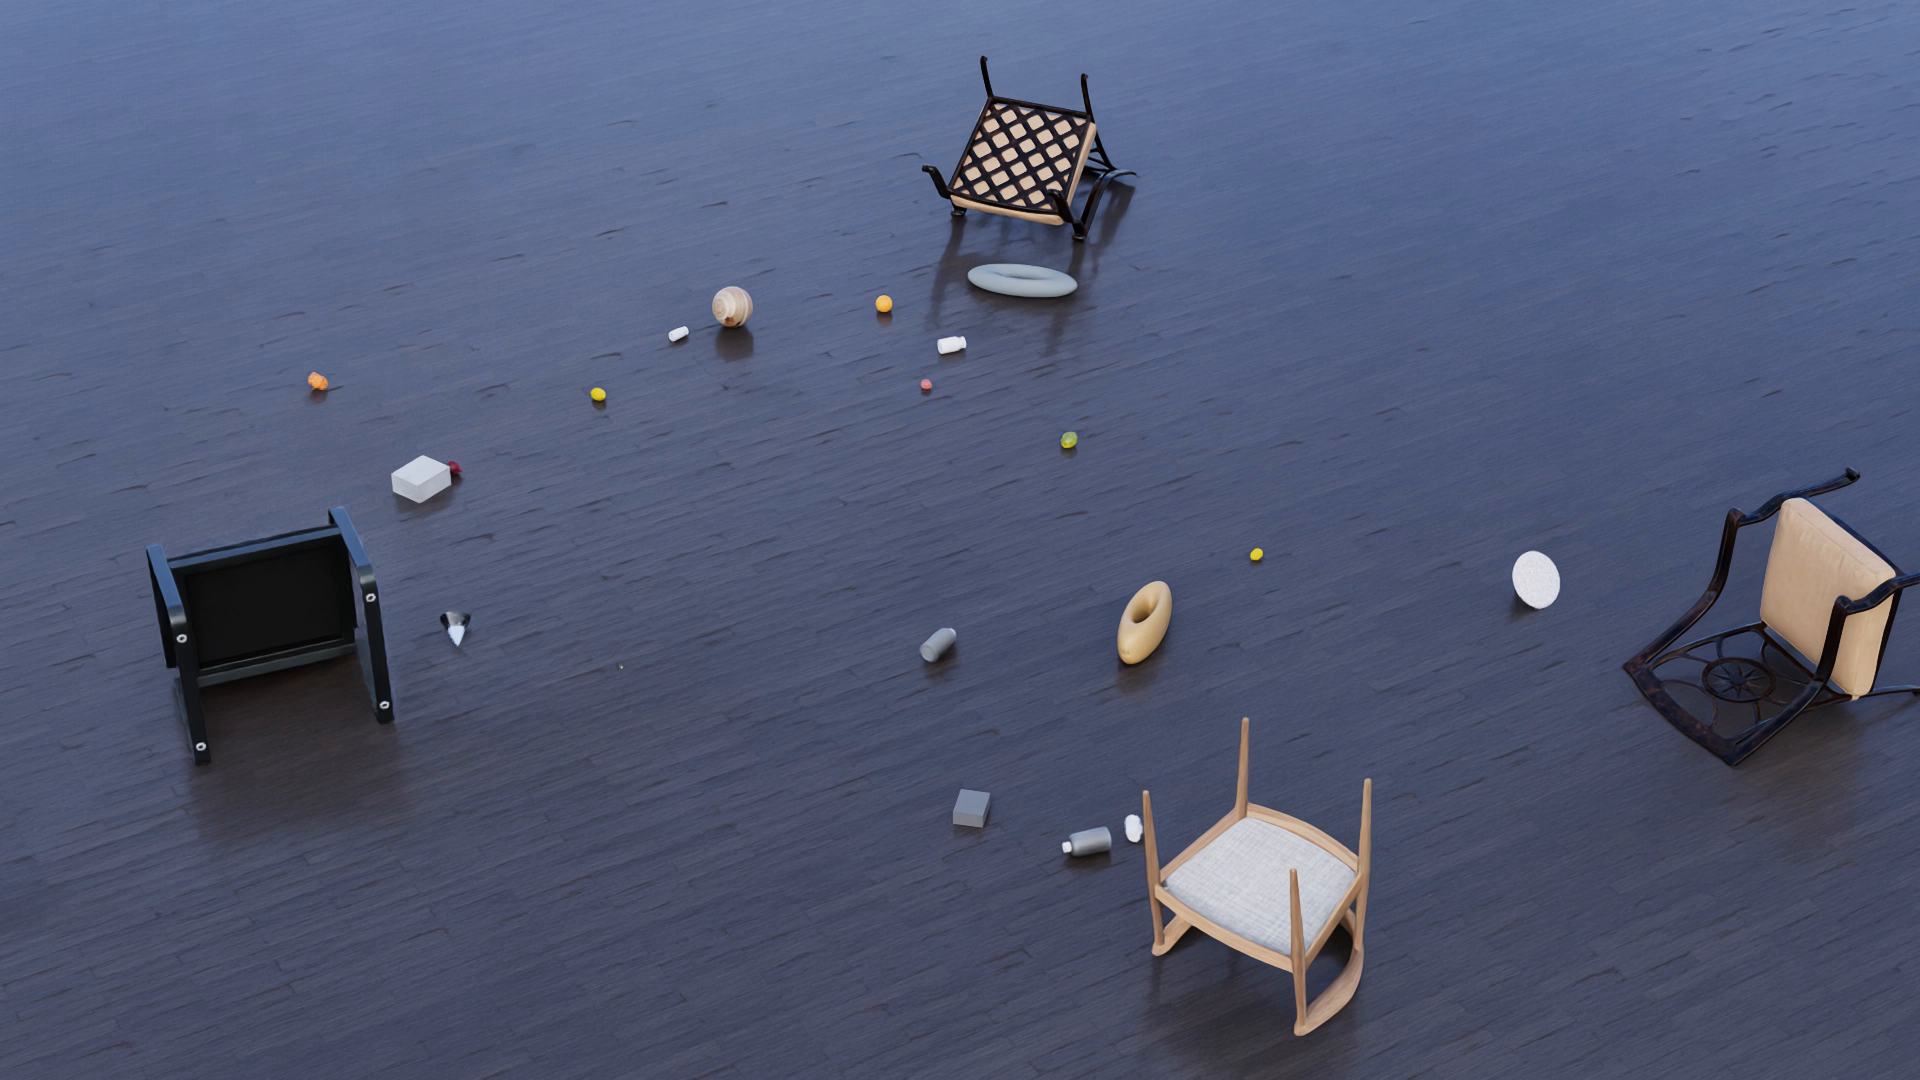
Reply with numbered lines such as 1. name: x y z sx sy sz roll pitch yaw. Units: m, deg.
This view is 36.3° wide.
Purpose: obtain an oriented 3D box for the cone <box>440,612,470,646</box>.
1. cone: -1.786 0.330 10.399 0.113 0.101 0.115 24 44 -45

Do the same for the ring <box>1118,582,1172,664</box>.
1. ring: 0.654 0.290 10.372 0.150 0.147 0.435 9 33 19

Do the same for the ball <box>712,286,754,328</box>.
1. ball: -0.952 -0.975 12.268 0.172 0.172 0.172 0 33 0

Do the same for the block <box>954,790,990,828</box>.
1. block: 0.039 0.876 9.570 0.099 0.050 0.121 7 34 10

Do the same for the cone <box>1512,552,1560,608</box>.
1. cone: 2.052 0.156 10.635 0.215 0.207 0.123 -12 -6 -30

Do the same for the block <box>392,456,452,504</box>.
1. block: -2.062 -0.233 11.225 0.143 0.081 0.169 22 39 30

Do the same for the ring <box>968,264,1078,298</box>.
1. ring: 0.267 -1.112 12.562 0.483 0.078 0.200 7 33 12
